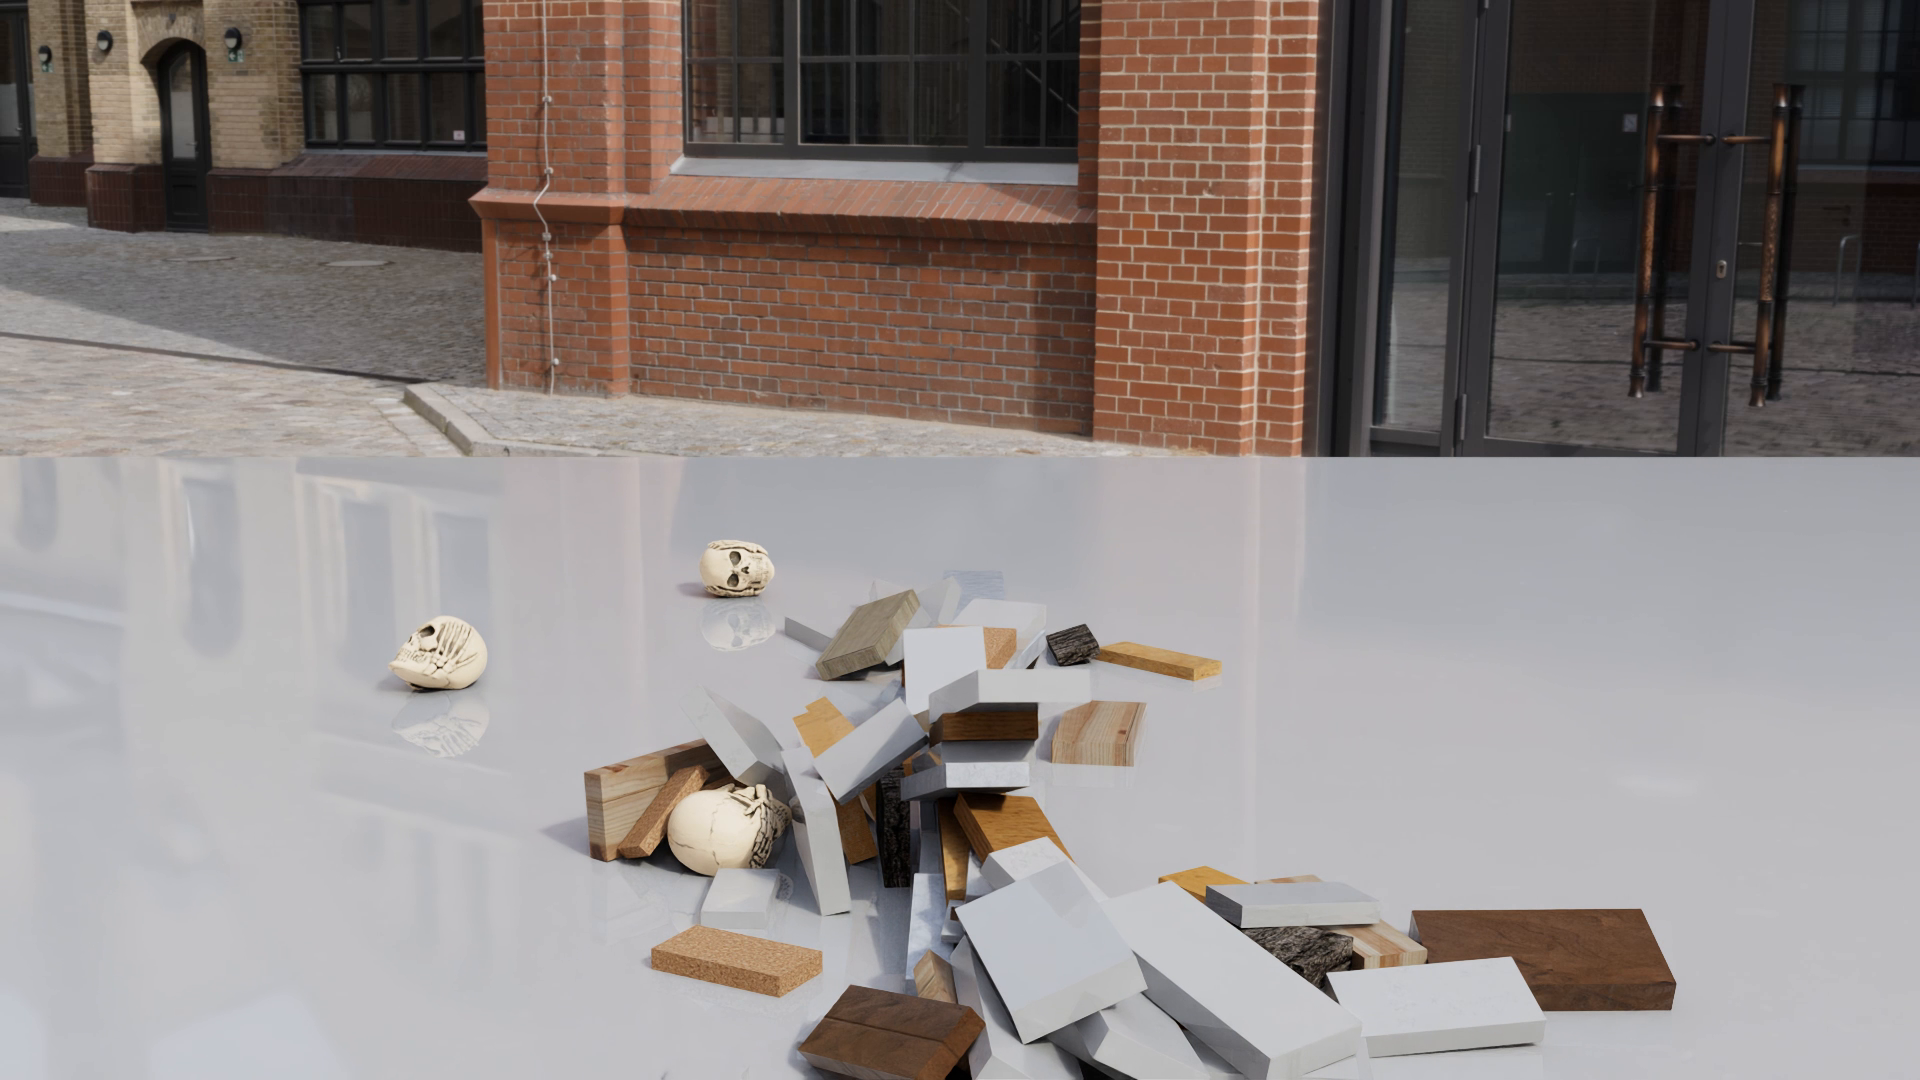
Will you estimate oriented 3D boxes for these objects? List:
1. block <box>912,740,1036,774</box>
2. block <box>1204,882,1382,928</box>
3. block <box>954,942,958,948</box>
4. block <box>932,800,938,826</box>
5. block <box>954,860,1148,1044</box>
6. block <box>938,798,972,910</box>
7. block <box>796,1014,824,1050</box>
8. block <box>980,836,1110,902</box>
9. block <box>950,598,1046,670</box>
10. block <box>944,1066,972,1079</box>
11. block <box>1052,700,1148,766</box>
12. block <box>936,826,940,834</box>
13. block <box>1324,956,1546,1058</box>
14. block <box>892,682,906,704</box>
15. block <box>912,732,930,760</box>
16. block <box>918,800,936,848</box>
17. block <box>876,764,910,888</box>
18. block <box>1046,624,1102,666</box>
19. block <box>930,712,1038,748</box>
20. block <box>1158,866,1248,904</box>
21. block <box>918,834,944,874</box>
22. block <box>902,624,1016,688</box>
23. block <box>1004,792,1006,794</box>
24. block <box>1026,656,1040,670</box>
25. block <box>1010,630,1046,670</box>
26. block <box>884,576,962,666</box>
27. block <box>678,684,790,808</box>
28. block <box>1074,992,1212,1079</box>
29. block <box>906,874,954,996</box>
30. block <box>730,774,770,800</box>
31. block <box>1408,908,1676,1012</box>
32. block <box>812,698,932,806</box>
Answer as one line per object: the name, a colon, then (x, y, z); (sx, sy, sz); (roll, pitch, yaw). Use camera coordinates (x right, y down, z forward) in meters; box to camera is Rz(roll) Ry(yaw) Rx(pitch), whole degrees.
block: (0.018, 0.370, 3.638); (0.149, 0.042, 0.367); (0, -10, -8)
block: (0.499, 0.547, 3.301); (0.233, 0.033, 0.117); (2, 6, -21)
block: (0.016, 0.583, 3.302); (0.046, 0.013, 0.092); (1, 25, 3)
block: (0.004, 0.495, 3.892); (0.094, 0.027, 0.187); (-2, 29, -4)
block: (0.116, 0.547, 2.956); (0.174, 0.049, 0.348); (-23, 16, -6)
block: (0.041, 0.492, 3.467); (0.137, 0.039, 0.275); (-1, 24, -3)
block: (-0.190, 0.692, 3.081); (0.048, 0.014, 0.095); (3, 11, 17)
block: (0.161, 0.539, 3.180); (0.130, 0.037, 0.260); (-8, 41, -47)
block: (0.051, 0.213, 4.646); (0.164, 0.046, 0.376); (5, 19, 18)
block: (-0.014, 0.711, 2.957); (0.076, 0.021, 0.151); (-1, 11, -6)
block: (0.293, 0.399, 4.570); (0.165, 0.047, 0.330); (2, 11, 9)
block: (0.008, 0.536, 3.702); (0.104, 0.029, 0.208); (1, 29, 3)
block: (0.663, 0.654, 3.081); (0.274, 0.039, 0.137); (-4, 29, -7)
block: (-0.034, 0.303, 4.268); (0.164, 0.046, 0.328); (1, 11, 5)
block: (-0.005, 0.377, 3.919); (0.149, 0.042, 0.299); (-1, -10, -4)
block: (-0.008, 0.469, 4.018); (0.134, 0.038, 0.267); (-1, 27, -2)
block: (-0.118, 0.481, 3.835); (0.043, 0.153, 0.307); (-1, 11, -5)
block: (0.273, 0.253, 5.323); (0.103, 0.029, 0.207); (-17, 12, -2)
block: (0.035, 0.316, 3.582); (0.149, 0.042, 0.299); (-1, -10, -5)
block: (0.432, 0.586, 3.610); (0.103, 0.029, 0.207); (-7, 13, -35)
block: (0.002, 0.559, 3.506); (0.137, 0.039, 0.275); (0, 25, 2)
block: (0.002, 0.233, 4.380); (0.164, 0.046, 0.328); (2, 12, 12)
block: (0.028, 0.454, 3.686); (0.104, 0.029, 0.208); (-1, 13, -3)
block: (0.074, 0.298, 4.716); (0.145, 0.041, 0.290); (15, 23, 6)
block: (0.066, 0.252, 4.668); (0.145, 0.041, 0.290); (6, 20, 21)
block: (-0.092, 0.191, 5.275); (0.160, 0.045, 0.320); (-27, 13, 14)
block: (-0.379, 0.379, 3.975); (0.179, 0.051, 0.358); (50, 0, 21)
block: (0.217, 0.635, 2.908); (0.152, 0.043, 0.304); (28, 5, -13)
block: (-0.007, 0.599, 3.330); (0.137, 0.039, 0.275); (0, 25, 2)
block: (-0.484, 0.465, 4.224); (0.307, 0.043, 0.153); (-4, 11, -21)
block: (0.854, 0.618, 3.243); (0.347, 0.049, 0.174); (0, 28, -1)
block: (-0.149, 0.354, 3.683); (0.184, 0.026, 0.092); (-36, 55, -3)
